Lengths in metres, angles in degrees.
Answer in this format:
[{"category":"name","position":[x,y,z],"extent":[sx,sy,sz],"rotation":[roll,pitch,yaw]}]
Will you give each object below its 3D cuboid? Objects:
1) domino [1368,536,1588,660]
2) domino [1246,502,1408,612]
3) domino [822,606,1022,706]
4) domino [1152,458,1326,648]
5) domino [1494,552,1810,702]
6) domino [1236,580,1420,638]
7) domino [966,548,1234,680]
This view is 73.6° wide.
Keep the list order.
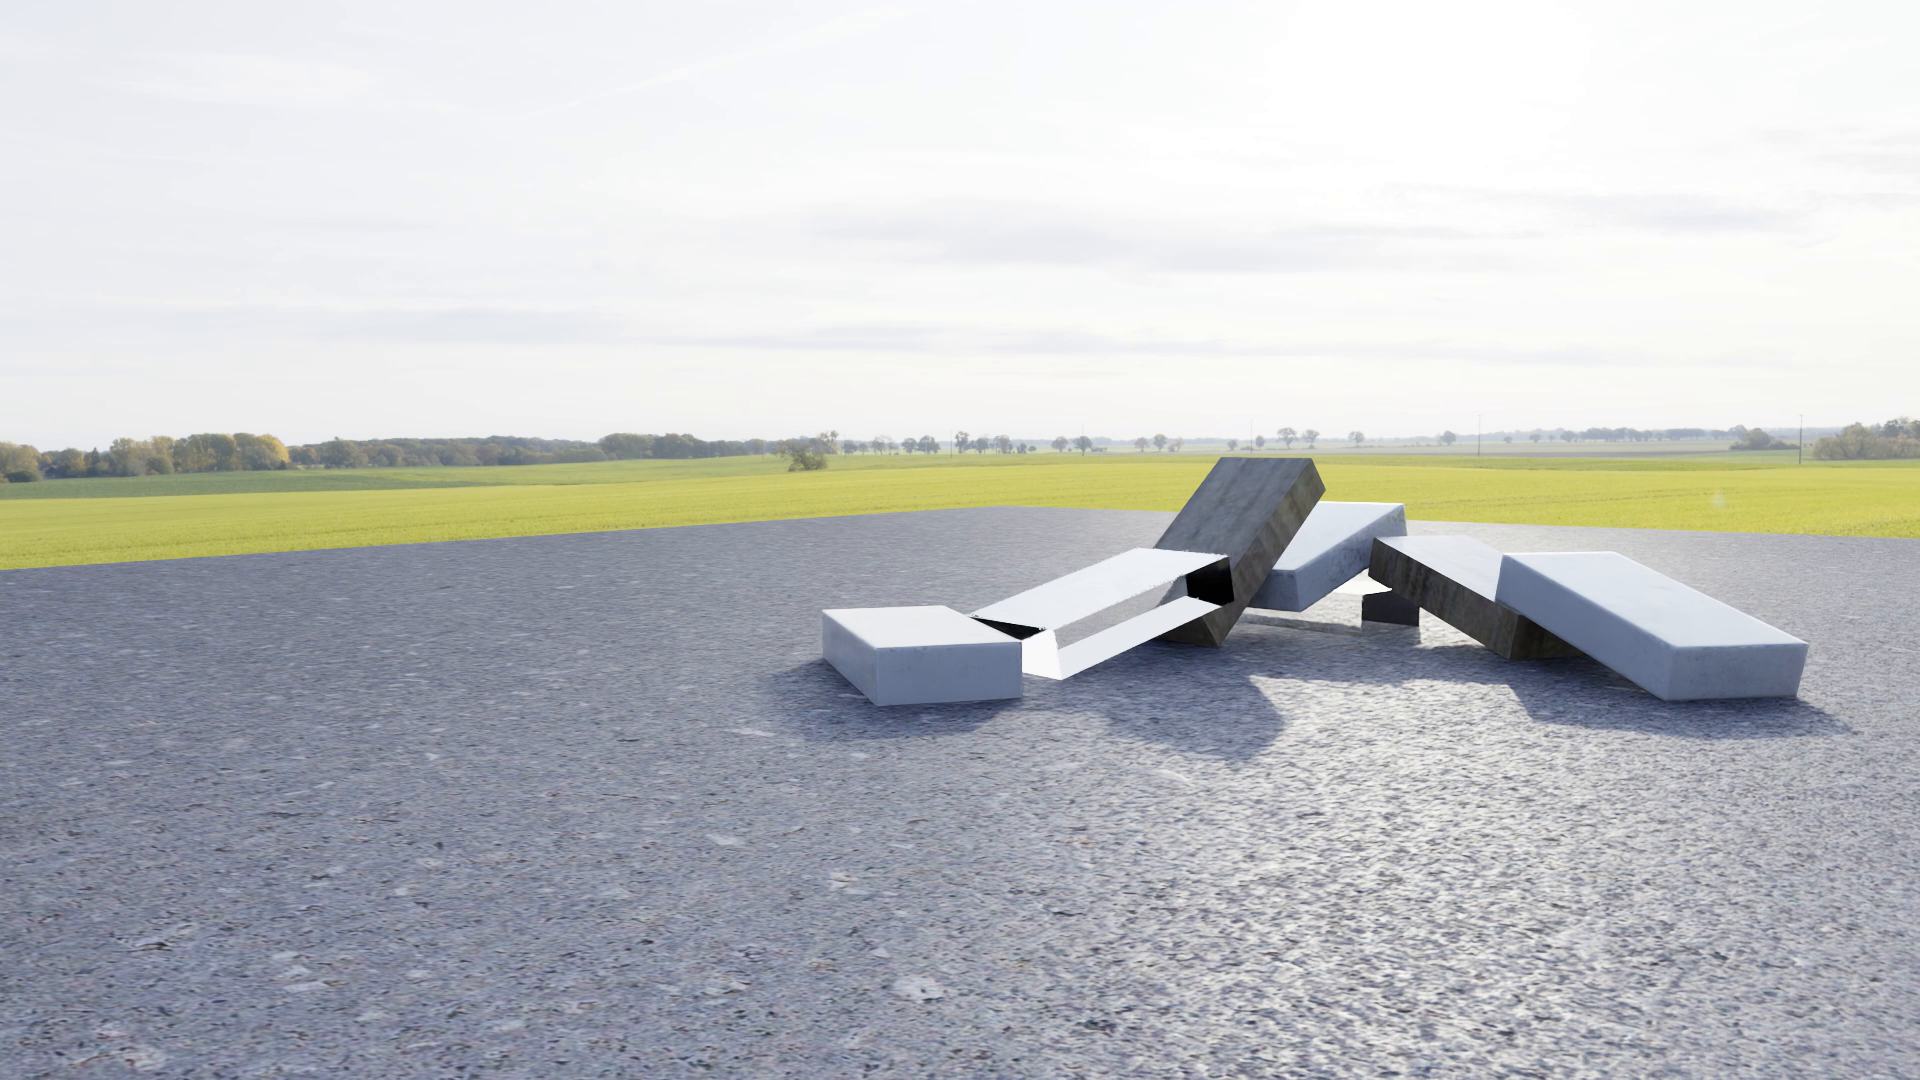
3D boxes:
[{"category":"domino","position":[0.114,0.011,0.278],"extent":[0.025,0.010,0.050],"rotation":[-1,18,-16]},{"category":"domino","position":[0.082,0.003,0.302],"extent":[0.050,0.010,0.025],"rotation":[-24,19,-40]},{"category":"domino","position":[-0.008,0.020,0.236],"extent":[0.025,0.010,0.050],"rotation":[-1,4,-16]},{"category":"domino","position":[0.058,0.001,0.287],"extent":[0.025,0.009,0.050],"rotation":[5,46,49]},{"category":"domino","position":[0.125,0.015,0.236],"extent":[0.025,0.010,0.050],"rotation":[-1,18,-10]},{"category":"domino","position":[0.081,0.015,0.309],"extent":[0.025,0.009,0.050],"rotation":[-4,6,-41]},{"category":"domino","position":[0.028,0.013,0.255],"extent":[0.050,0.010,0.025],"rotation":[-19,15,-37]}]
